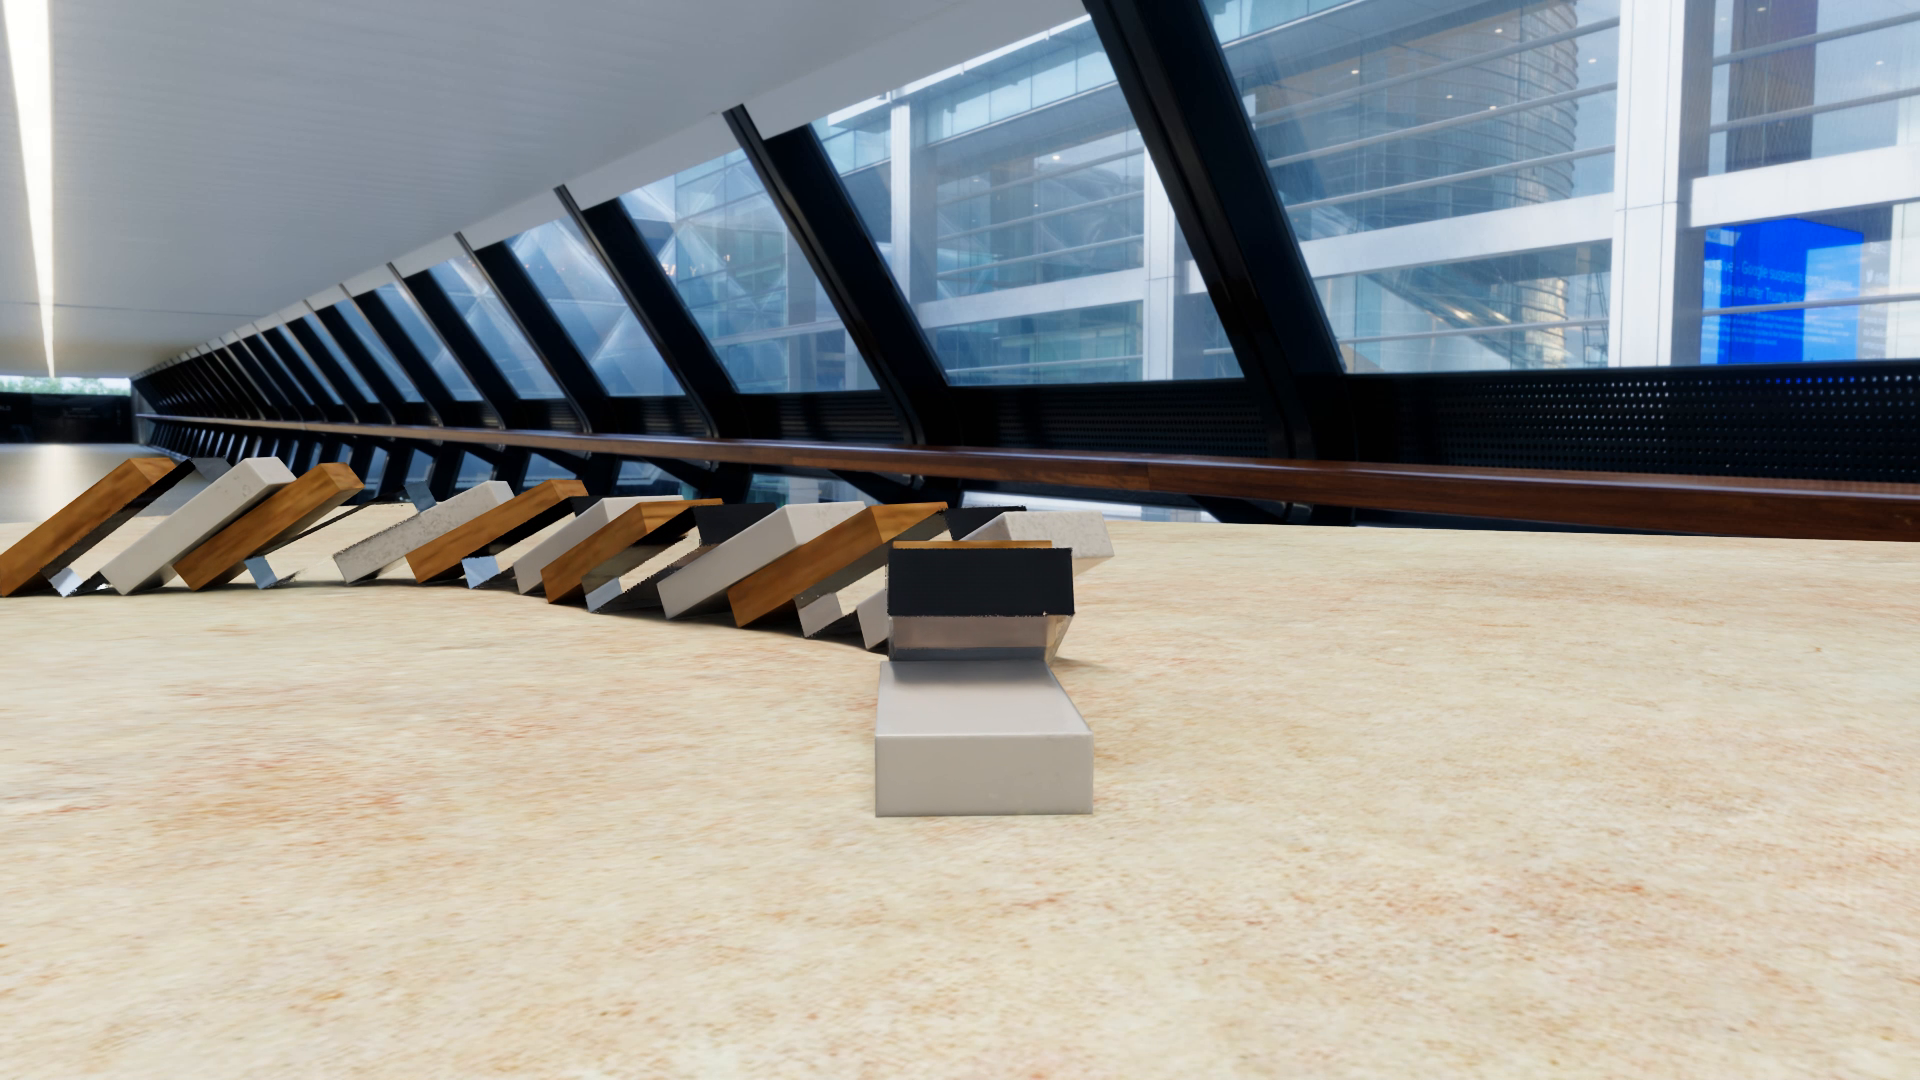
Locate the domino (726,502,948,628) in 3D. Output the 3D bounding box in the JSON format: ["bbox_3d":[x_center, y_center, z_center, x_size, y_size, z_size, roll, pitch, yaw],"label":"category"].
[{"bbox_3d":[-0.027,0.006,0.291,0.050,0.009,0.025,-28,-14,36],"label":"domino"}]

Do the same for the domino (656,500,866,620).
[{"bbox_3d":[-0.047,0.005,0.305,0.050,0.010,0.025,-27,-14,37],"label":"domino"}]

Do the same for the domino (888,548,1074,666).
[{"bbox_3d":[0.002,0.014,0.197,0.025,0.009,0.050,0,-19,-3],"label":"domino"}]

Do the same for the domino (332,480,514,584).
[{"bbox_3d":[-0.163,-0.003,0.395,0.050,0.009,0.025,-27,5,-5],"label":"domino"}]

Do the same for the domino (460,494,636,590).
[{"bbox_3d":[-0.119,0.000,0.375,0.050,0.009,0.025,-24,-9,30],"label":"domino"}]

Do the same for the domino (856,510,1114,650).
[{"bbox_3d":[0.004,0.008,0.254,0.025,0.010,0.050,-2,-20,-40],"label":"domino"}]

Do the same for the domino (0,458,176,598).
[{"bbox_3d":[-0.250,-0.004,0.368,0.050,0.009,0.025,-39,9,-5],"label":"domino"}]

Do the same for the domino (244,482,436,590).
[{"bbox_3d":[-0.187,-0.002,0.390,0.050,0.009,0.025,-27,8,-6],"label":"domino"}]

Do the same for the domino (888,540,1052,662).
[{"bbox_3d":[0.000,0.012,0.224,0.025,0.009,0.050,0,-17,-4],"label":"domino"}]

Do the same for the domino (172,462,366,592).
[{"bbox_3d":[-0.205,-0.005,0.382,0.050,0.009,0.025,-36,9,-5],"label":"domino"}]

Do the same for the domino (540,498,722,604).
[{"bbox_3d":[-0.085,0.003,0.336,0.050,0.009,0.025,-27,-14,40],"label":"domino"}]

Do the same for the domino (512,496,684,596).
[{"bbox_3d":[-0.100,0.002,0.356,0.050,0.009,0.025,-27,-14,39],"label":"domino"}]

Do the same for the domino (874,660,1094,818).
[{"bbox_3d":[0.002,0.025,0.171,0.025,0.010,0.050,0,4,-3],"label":"domino"}]

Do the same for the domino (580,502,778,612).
[{"bbox_3d":[-0.069,0.005,0.318,0.050,0.009,0.025,-26,-14,39],"label":"domino"}]

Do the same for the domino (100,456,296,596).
[{"bbox_3d":[-0.219,-0.005,0.372,0.050,0.009,0.025,-39,9,-4],"label":"domino"}]

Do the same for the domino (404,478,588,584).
[{"bbox_3d":[-0.140,-0.003,0.391,0.050,0.009,0.025,-27,0,5],"label":"domino"}]

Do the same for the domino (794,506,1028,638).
[{"bbox_3d":[-0.010,0.007,0.274,0.025,0.010,0.050,-4,-19,-47],"label":"domino"}]

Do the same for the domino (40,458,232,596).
[{"bbox_3d":[-0.235,-0.004,0.370,0.050,0.009,0.025,-39,9,-5],"label":"domino"}]
